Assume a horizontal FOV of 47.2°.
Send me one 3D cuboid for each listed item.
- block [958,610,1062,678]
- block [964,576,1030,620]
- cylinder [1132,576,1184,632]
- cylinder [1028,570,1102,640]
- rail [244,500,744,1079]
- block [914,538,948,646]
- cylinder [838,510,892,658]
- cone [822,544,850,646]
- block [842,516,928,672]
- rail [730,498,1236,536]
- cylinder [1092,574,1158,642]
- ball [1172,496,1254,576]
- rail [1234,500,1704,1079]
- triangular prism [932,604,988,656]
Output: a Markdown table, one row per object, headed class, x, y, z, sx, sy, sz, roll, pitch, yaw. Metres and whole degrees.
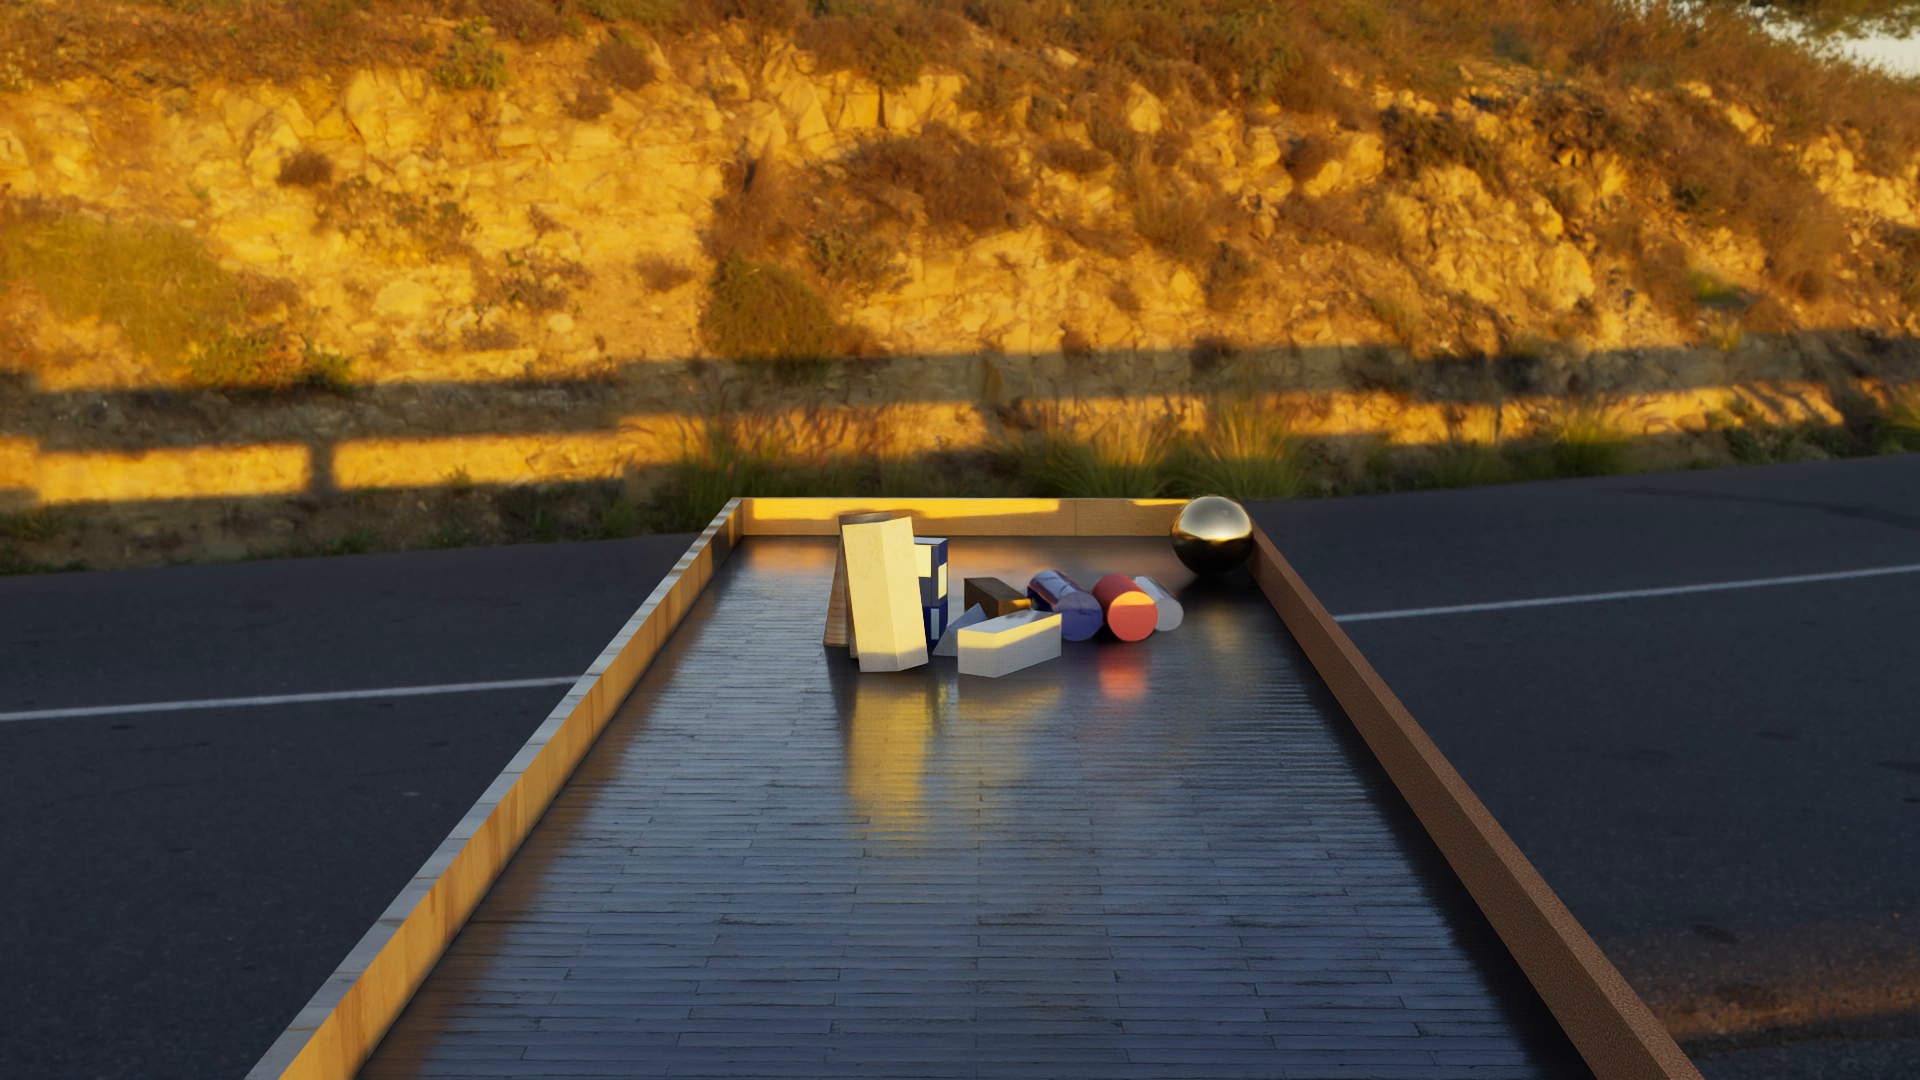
| class | x | y | z | sx | sy | sz | roll | pitch | yaw |
| --- | --- | --- | --- | --- | --- | --- | --- | --- | --- |
| block | 0.152 | 0.310 | 6.637 | 0.131 | 0.131 | 0.378 | 6 | 11 | 33 |
| block | 0.121 | 0.214 | 7.313 | 0.108 | 0.108 | 0.436 | -2 | 9 | -14 |
| cylinder | 0.650 | 0.209 | 7.336 | 0.111 | 0.111 | 0.419 | -1 | 9 | -5 |
| cylinder | 0.338 | 0.210 | 7.170 | 0.161 | 0.161 | 0.412 | -2 | 9 | -10 |
| rail | -1.004 | 0.839 | 3.234 | 0.050 | 0.150 | 12.000 | 0 | 9 | 1 |
| block | -0.106 | 0.161 | 6.958 | 0.109 | 0.323 | 0.109 | 2 | 9 | 14 |
| cylinder | -0.271 | 0.135 | 6.709 | 0.166 | 0.435 | 0.166 | -5 | 3 | 0 |
| cone | -0.366 | 0.128 | 6.930 | 0.138 | 0.399 | 0.138 | 0 | 9 | 0 |
| block | -0.221 | 0.162 | 6.533 | 0.146 | 0.439 | 0.146 | -4 | 5 | 37 |
| rail | 0.099 | -0.098 | 9.147 | 2.100 | 0.150 | 0.050 | 0 | 9 | 1 |
| cylinder | 0.530 | 0.217 | 7.125 | 0.161 | 0.161 | 0.329 | -1 | 9 | -6 |
| ball | 0.935 | -0.016 | 8.147 | 0.301 | 0.301 | 0.301 | 0 | 9 | 0 |
| rail | 1.046 | 0.843 | 3.208 | 0.050 | 0.150 | 12.000 | 0 | 9 | 1 |
| triangular prism | 0.011 | 0.279 | 6.955 | 0.100 | 0.087 | 0.419 | 2 | 9 | 13 |
